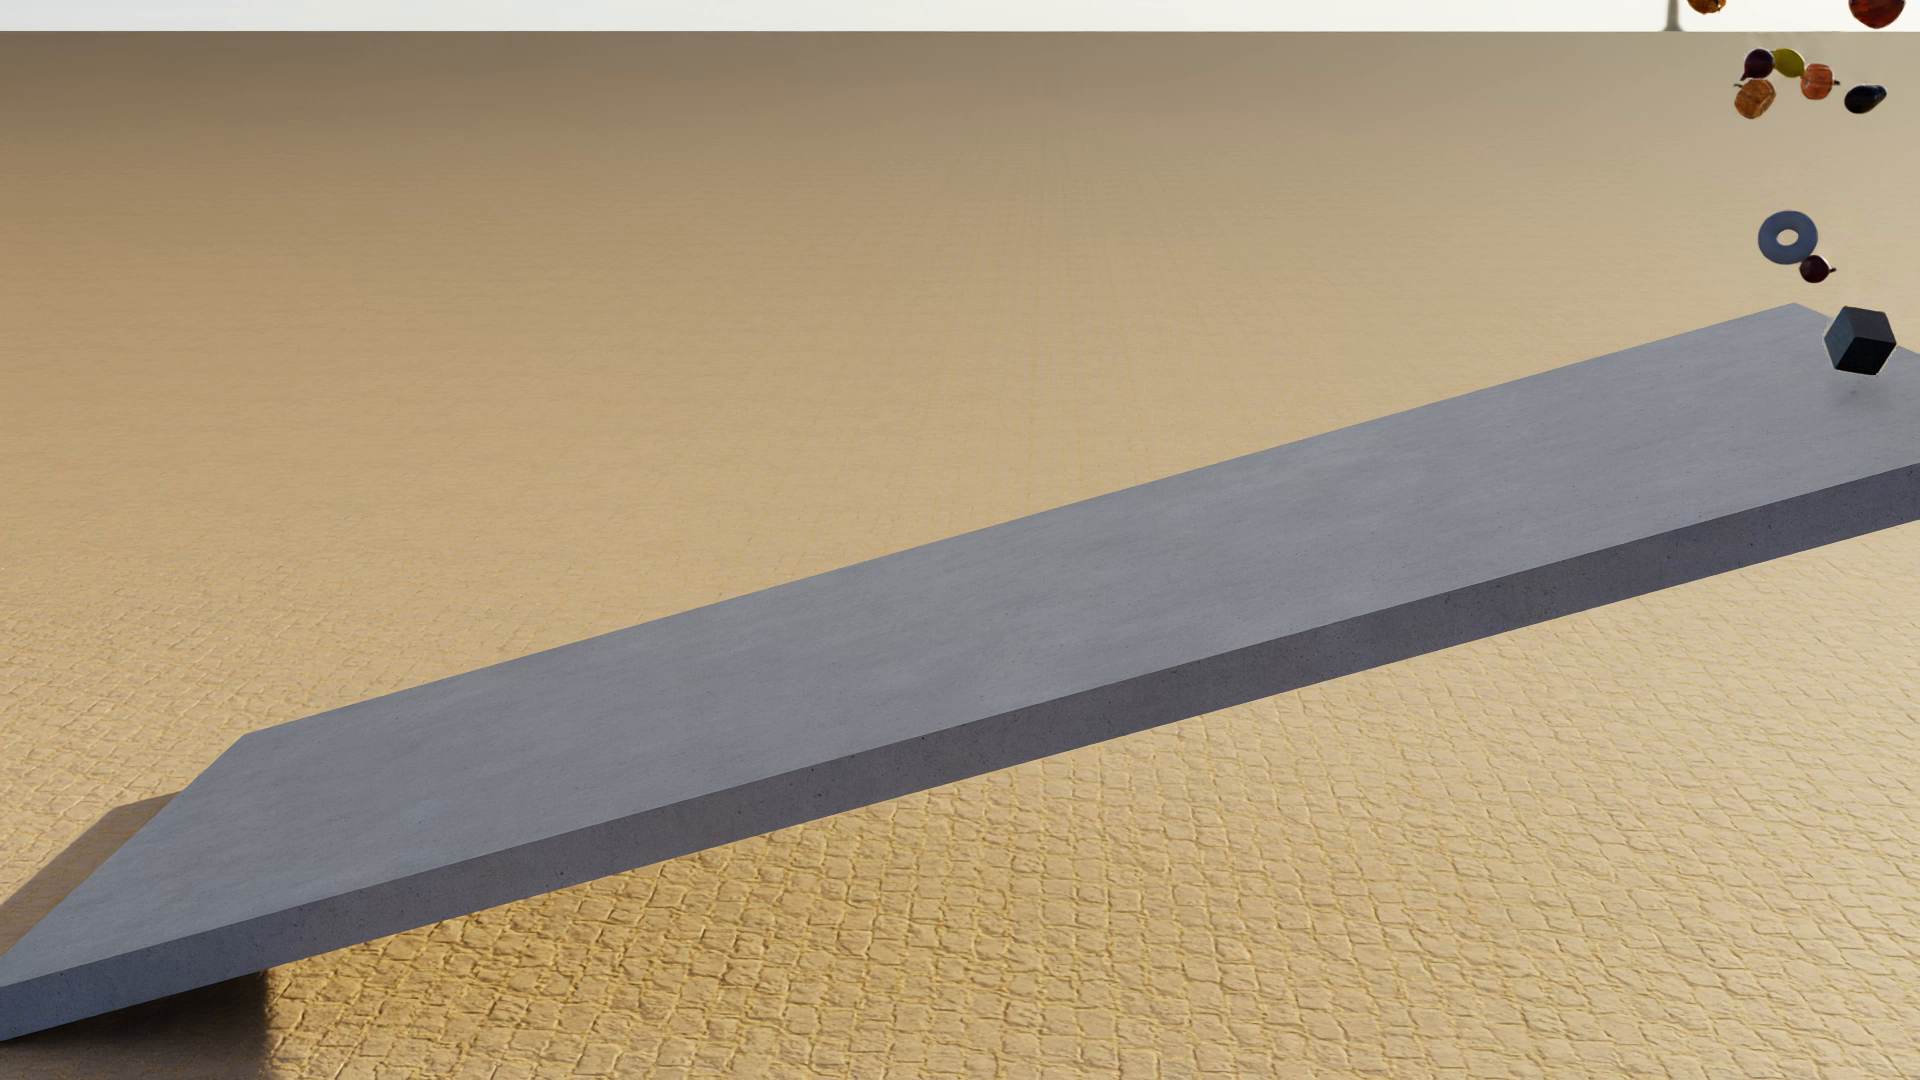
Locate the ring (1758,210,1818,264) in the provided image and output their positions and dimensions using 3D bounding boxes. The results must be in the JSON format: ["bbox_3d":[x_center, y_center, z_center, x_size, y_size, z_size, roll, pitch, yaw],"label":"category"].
[{"bbox_3d":[1.632,-0.597,5.798,0.116,0.116,0.039,4,-19,23],"label":"ring"}]

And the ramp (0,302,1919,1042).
[{"bbox_3d":[0.088,0.188,6.322,4.000,0.100,2.000,-16,10,5],"label":"ramp"}]

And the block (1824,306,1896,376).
[{"bbox_3d":[1.839,-0.407,6.010,0.093,0.093,0.093,8,46,-12],"label":"block"}]
